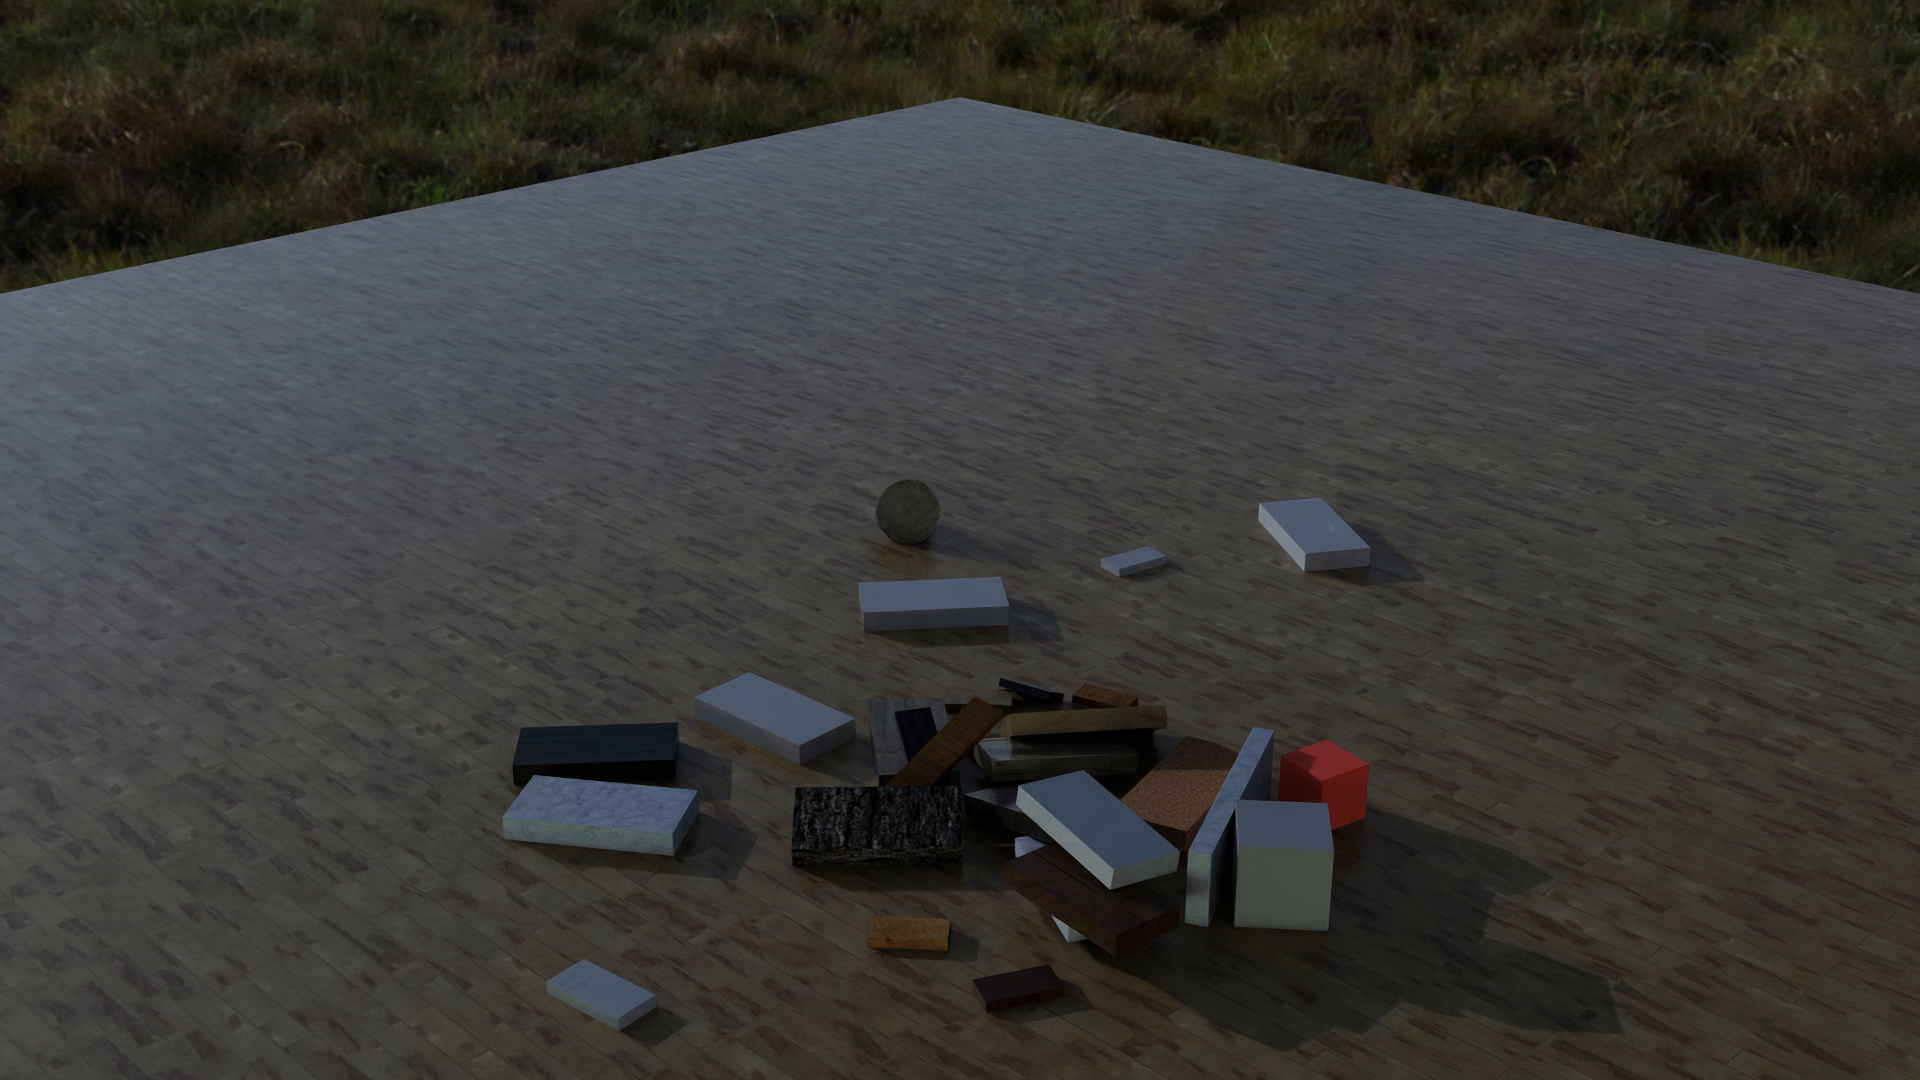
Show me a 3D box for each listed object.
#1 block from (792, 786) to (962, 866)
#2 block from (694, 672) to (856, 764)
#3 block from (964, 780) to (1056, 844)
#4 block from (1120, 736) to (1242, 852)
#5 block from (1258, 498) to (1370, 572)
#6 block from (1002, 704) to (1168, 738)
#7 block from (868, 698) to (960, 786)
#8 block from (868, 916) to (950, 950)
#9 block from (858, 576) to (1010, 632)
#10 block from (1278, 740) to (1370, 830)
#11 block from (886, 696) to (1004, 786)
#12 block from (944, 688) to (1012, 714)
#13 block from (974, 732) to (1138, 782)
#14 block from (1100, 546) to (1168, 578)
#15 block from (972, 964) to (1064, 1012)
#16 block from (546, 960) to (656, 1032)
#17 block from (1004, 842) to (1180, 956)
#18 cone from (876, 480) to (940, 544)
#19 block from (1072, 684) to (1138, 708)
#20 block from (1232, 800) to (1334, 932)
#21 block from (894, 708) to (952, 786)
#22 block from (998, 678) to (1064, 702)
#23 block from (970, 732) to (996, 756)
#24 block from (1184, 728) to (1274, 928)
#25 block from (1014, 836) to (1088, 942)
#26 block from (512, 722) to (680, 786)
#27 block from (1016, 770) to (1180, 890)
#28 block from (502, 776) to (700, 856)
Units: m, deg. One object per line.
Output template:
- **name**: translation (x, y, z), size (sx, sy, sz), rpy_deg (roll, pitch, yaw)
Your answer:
- **block**: translation (-0.161, 0.561, 4.320), size (0.329, 0.047, 0.165), rpy_deg (0, 40, -1)
- **block**: translation (-0.405, 0.386, 4.790), size (0.333, 0.047, 0.166), rpy_deg (20, 30, 38)
- **block**: translation (0.161, 0.535, 4.337), size (0.154, 0.044, 0.309), rpy_deg (-10, 11, -34)
- **block**: translation (0.459, 0.512, 4.472), size (0.165, 0.047, 0.396), rpy_deg (12, 23, 26)
- **block**: translation (0.921, -0.017, 5.737), size (0.175, 0.049, 0.349), rpy_deg (-5, 23, -11)
- **block**: translation (0.263, 0.389, 4.682), size (0.329, 0.047, 0.165), rpy_deg (-3, -8, -6)
- **block**: translation (-0.102, 0.435, 4.674), size (0.167, 0.047, 0.333), rpy_deg (-3, 23, -6)
- **block**: translation (-0.092, 0.721, 4.035), size (0.146, 0.021, 0.073), rpy_deg (2, 23, 4)
- **block**: translation (-0.065, 0.154, 5.334), size (0.349, 0.049, 0.175), rpy_deg (-2, 23, -6)
- **block**: translation (0.732, 0.497, 4.431), size (0.123, 0.123, 0.123), rpy_deg (-14, 27, -30)
- **block**: translation (-0.048, 0.449, 4.496), size (0.073, 0.021, 0.367), rpy_deg (27, 49, 26)
- **block**: translation (0.039, 0.358, 4.890), size (0.153, 0.022, 0.076), rpy_deg (1, 23, 2)
- **block**: translation (0.198, 0.450, 4.578), size (0.308, 0.044, 0.154), rpy_deg (-1, 12, -15)
- **block**: translation (0.443, 0.054, 5.605), size (0.153, 0.022, 0.077), rpy_deg (-15, 27, -31)
- **block**: translation (0.102, 0.789, 3.874), size (0.146, 0.021, 0.073), rpy_deg (-8, 24, -17)
- **block**: translation (-0.629, 0.796, 3.852), size (0.180, 0.025, 0.090), rpy_deg (17, 28, 35)
- **block**: translation (0.238, 0.648, 4.020), size (0.154, 0.044, 0.309), rpy_deg (-17, 28, -35)
- **cone**: translation (-0.118, -0.068, 5.823), size (0.170, 0.170, 0.170), rpy_deg (5, -3, 12)
- **block**: translation (0.323, 0.356, 4.899), size (0.131, 0.019, 0.066), rpy_deg (13, 26, 28)
- **block**: translation (0.601, 0.607, 4.111), size (0.172, 0.172, 0.172), rpy_deg (2, 23, 4)
- **block**: translation (-0.068, 0.462, 4.515), size (0.077, 0.022, 0.299), rpy_deg (-7, 43, -11)
- **block**: translation (0.159, 0.335, 4.914), size (0.131, 0.019, 0.066), rpy_deg (14, 1, 30)
- **block**: translation (0.059, 0.445, 4.688), size (0.066, 0.019, 0.131), rpy_deg (-13, 26, -28)
- **block**: translation (0.527, 0.548, 4.271), size (0.044, 0.154, 0.517), rpy_deg (8, 24, 19)
- **block**: translation (0.225, 0.644, 4.141), size (0.154, 0.044, 0.309), rpy_deg (-7, 24, -15)
- **block**: translation (-0.765, 0.450, 4.640), size (0.333, 0.047, 0.166), rpy_deg (-2, 23, -4)
- **block**: translation (0.256, 0.540, 4.129), size (0.154, 0.044, 0.308), rpy_deg (-9, 30, -32)
- **block**: translation (-0.716, 0.550, 4.402), size (0.349, 0.049, 0.175), rpy_deg (4, 23, 10)
